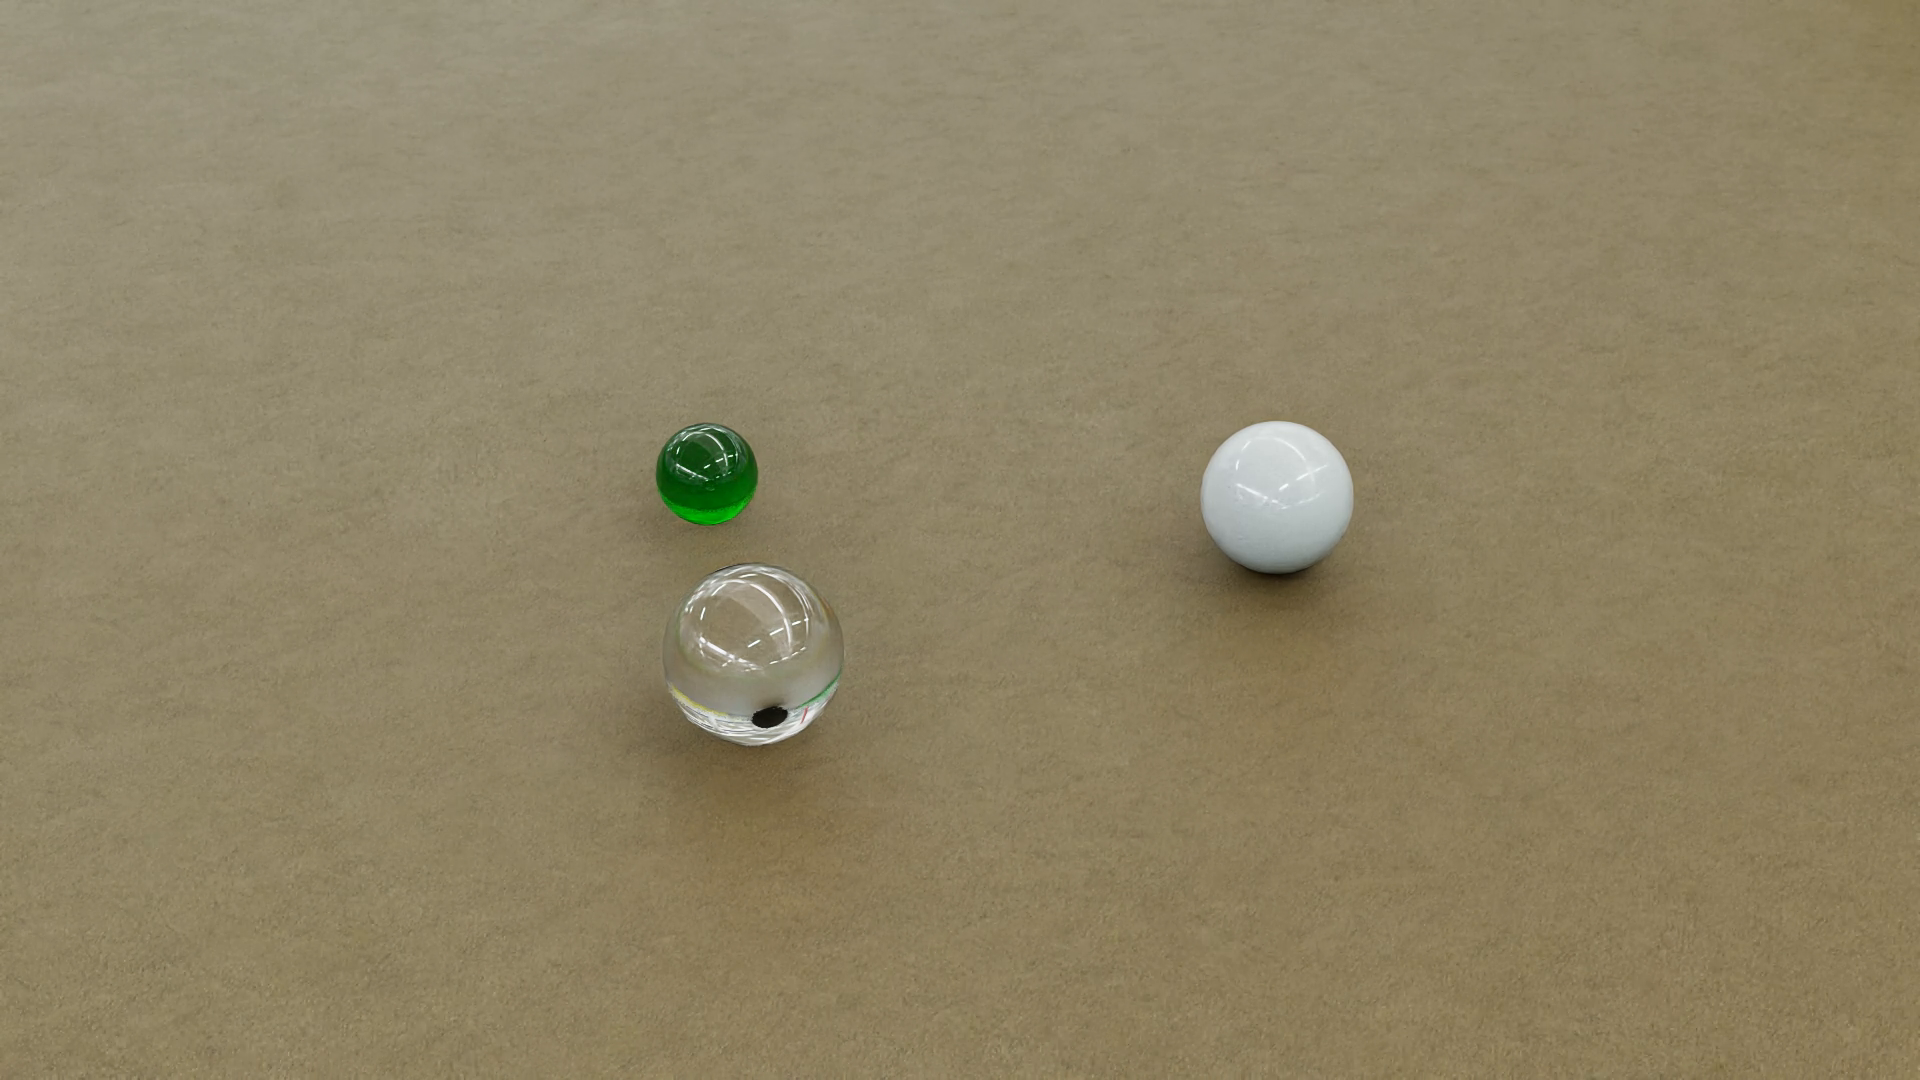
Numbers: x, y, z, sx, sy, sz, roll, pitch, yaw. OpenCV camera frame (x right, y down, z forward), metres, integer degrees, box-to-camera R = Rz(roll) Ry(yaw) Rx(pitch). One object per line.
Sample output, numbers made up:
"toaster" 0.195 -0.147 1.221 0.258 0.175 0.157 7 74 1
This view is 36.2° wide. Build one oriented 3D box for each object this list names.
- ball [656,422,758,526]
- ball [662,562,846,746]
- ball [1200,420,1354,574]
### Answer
"ball" -0.149 -0.039 1.731 0.060 0.060 0.060 0 31 0
"ball" -0.108 0.059 1.532 0.096 0.096 0.096 0 31 0
"ball" 0.181 -0.024 1.680 0.088 0.088 0.088 0 31 0
